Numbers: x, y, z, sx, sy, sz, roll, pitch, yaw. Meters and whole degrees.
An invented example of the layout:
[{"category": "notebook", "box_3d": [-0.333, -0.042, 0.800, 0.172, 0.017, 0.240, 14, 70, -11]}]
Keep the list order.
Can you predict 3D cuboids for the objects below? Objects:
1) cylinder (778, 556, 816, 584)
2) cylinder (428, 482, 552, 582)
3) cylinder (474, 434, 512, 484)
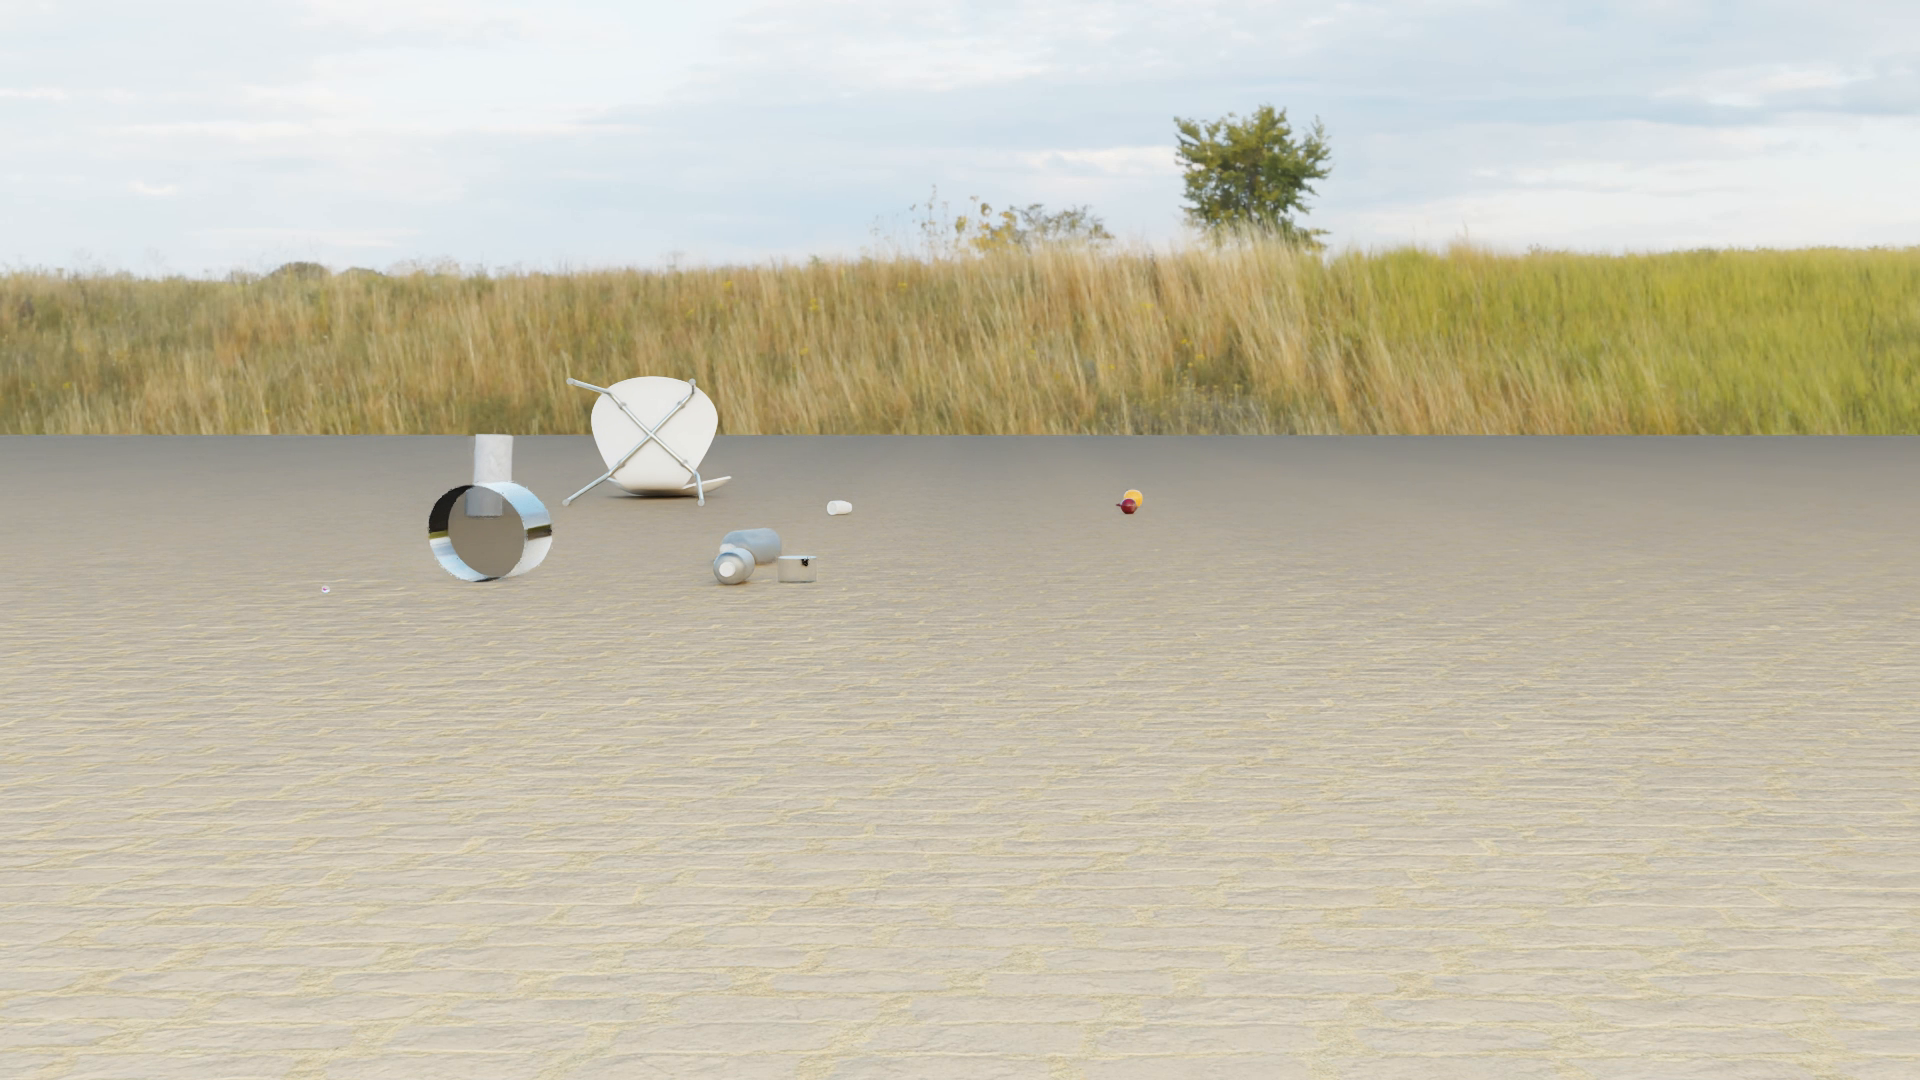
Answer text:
[{"category": "cylinder", "box_3d": [-0.380, 0.069, 5.126, 0.090, 0.057, 0.094, 2, 4, 23]}, {"category": "cylinder", "box_3d": [-1.110, -0.021, 5.201, 0.240, 0.221, 0.196, 32, 8, 5]}, {"category": "cylinder", "box_3d": [-1.663, -0.232, 7.824, 0.132, 0.282, 0.128, 3, 2, 5]}]
